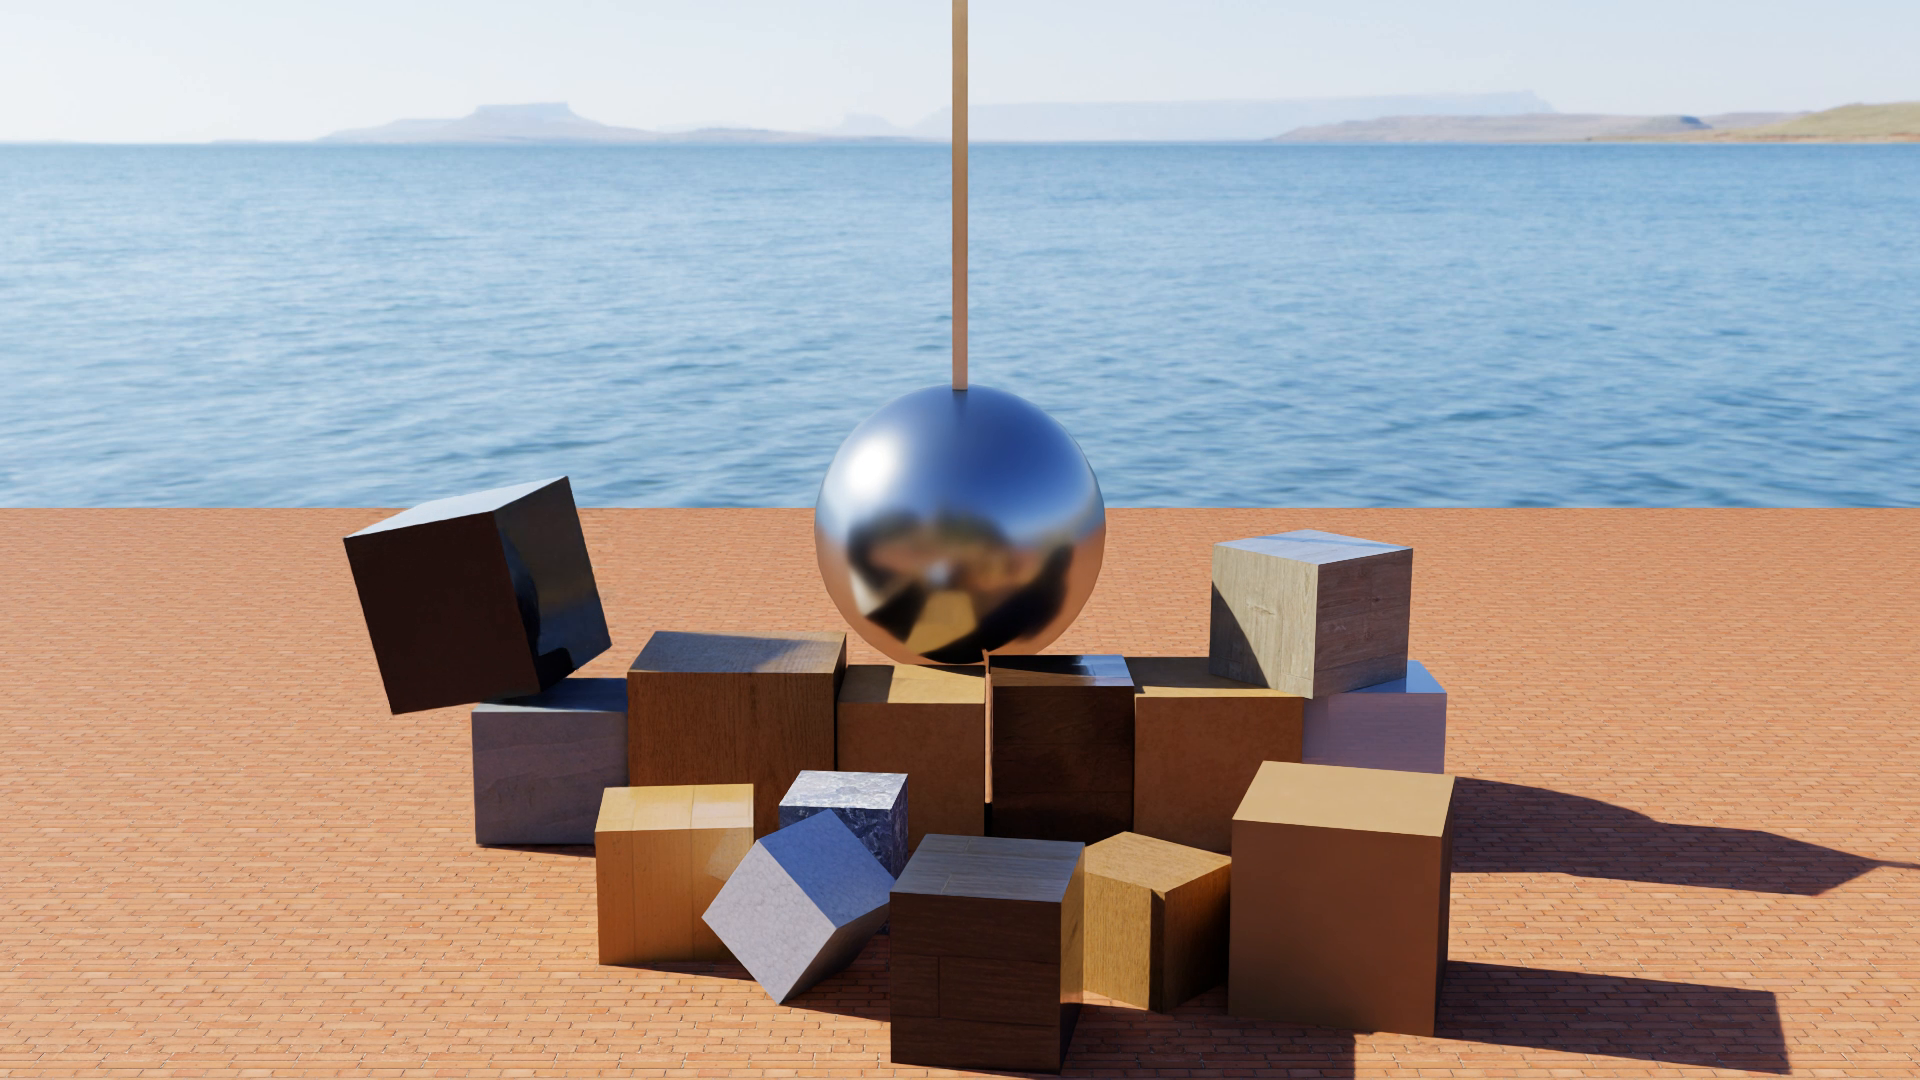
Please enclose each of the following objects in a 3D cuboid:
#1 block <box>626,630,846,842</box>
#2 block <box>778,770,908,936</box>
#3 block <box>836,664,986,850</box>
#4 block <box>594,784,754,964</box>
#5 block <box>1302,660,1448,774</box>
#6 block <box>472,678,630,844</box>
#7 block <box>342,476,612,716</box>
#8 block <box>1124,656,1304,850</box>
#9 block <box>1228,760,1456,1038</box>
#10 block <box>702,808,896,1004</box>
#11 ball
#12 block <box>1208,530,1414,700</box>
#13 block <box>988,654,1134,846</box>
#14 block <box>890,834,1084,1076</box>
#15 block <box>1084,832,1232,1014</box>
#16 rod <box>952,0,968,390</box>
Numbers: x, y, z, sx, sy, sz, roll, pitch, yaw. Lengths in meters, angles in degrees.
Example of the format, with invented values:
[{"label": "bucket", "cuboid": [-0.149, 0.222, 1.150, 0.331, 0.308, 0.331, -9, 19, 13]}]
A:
[{"label": "block", "cuboid": [-1.122, 1.024, 11.343, 1.017, 0.927, 0.929, 0, 10, 1]}, {"label": "block", "cuboid": [-0.525, 1.426, 10.086, 0.504, 0.586, 0.554, 1, 10, 6]}, {"label": "block", "cuboid": [-0.238, 1.108, 11.354, 0.732, 0.759, 0.809, 0, 10, 1]}, {"label": "block", "cuboid": [-1.253, 1.475, 9.783, 0.672, 0.599, 0.649, -1, 10, -5]}, {"label": "block", "cuboid": [2.067, 1.086, 11.397, 0.731, 0.785, 0.705, 0, 10, 0]}, {"label": "block", "cuboid": [-2.037, 1.131, 11.398, 0.798, 0.678, 0.776, 0, 9, 0]}, {"label": "block", "cuboid": [-2.500, 0.281, 11.487, 0.879, 0.952, 0.832, -9, 11, 19]}, {"label": "block", "cuboid": [1.281, 1.088, 11.364, 0.831, 0.793, 0.856, 0, 10, -1]}, {"label": "block", "cuboid": [1.602, 1.469, 9.165, 0.820, 0.831, 0.874, 3, 11, 16]}, {"label": "block", "cuboid": [-0.651, 1.529, 9.215, 0.498, 0.493, 0.508, 45, 29, 18]}, {"label": "ball", "cuboid": [0.000, -0.057, 12.029, 1.600, 1.600, 1.600, 0, 10, 0]}, {"label": "block", "cuboid": [1.793, 0.362, 11.261, 0.739, 0.675, 0.695, -8, 14, -40]}, {"label": "block", "cuboid": [0.509, 1.074, 11.340, 0.706, 0.830, 0.675, 0, 10, -1]}, {"label": "block", "cuboid": [0.120, 1.623, 8.711, 0.658, 0.690, 0.727, 2, 10, 10]}, {"label": "block", "cuboid": [0.775, 1.603, 9.298, 0.590, 0.518, 0.547, 9, 13, 39]}, {"label": "rod", "cuboid": [0.000, -3.283, 10.956, 0.080, 5.200, 0.080, 0, 18, 0]}]
